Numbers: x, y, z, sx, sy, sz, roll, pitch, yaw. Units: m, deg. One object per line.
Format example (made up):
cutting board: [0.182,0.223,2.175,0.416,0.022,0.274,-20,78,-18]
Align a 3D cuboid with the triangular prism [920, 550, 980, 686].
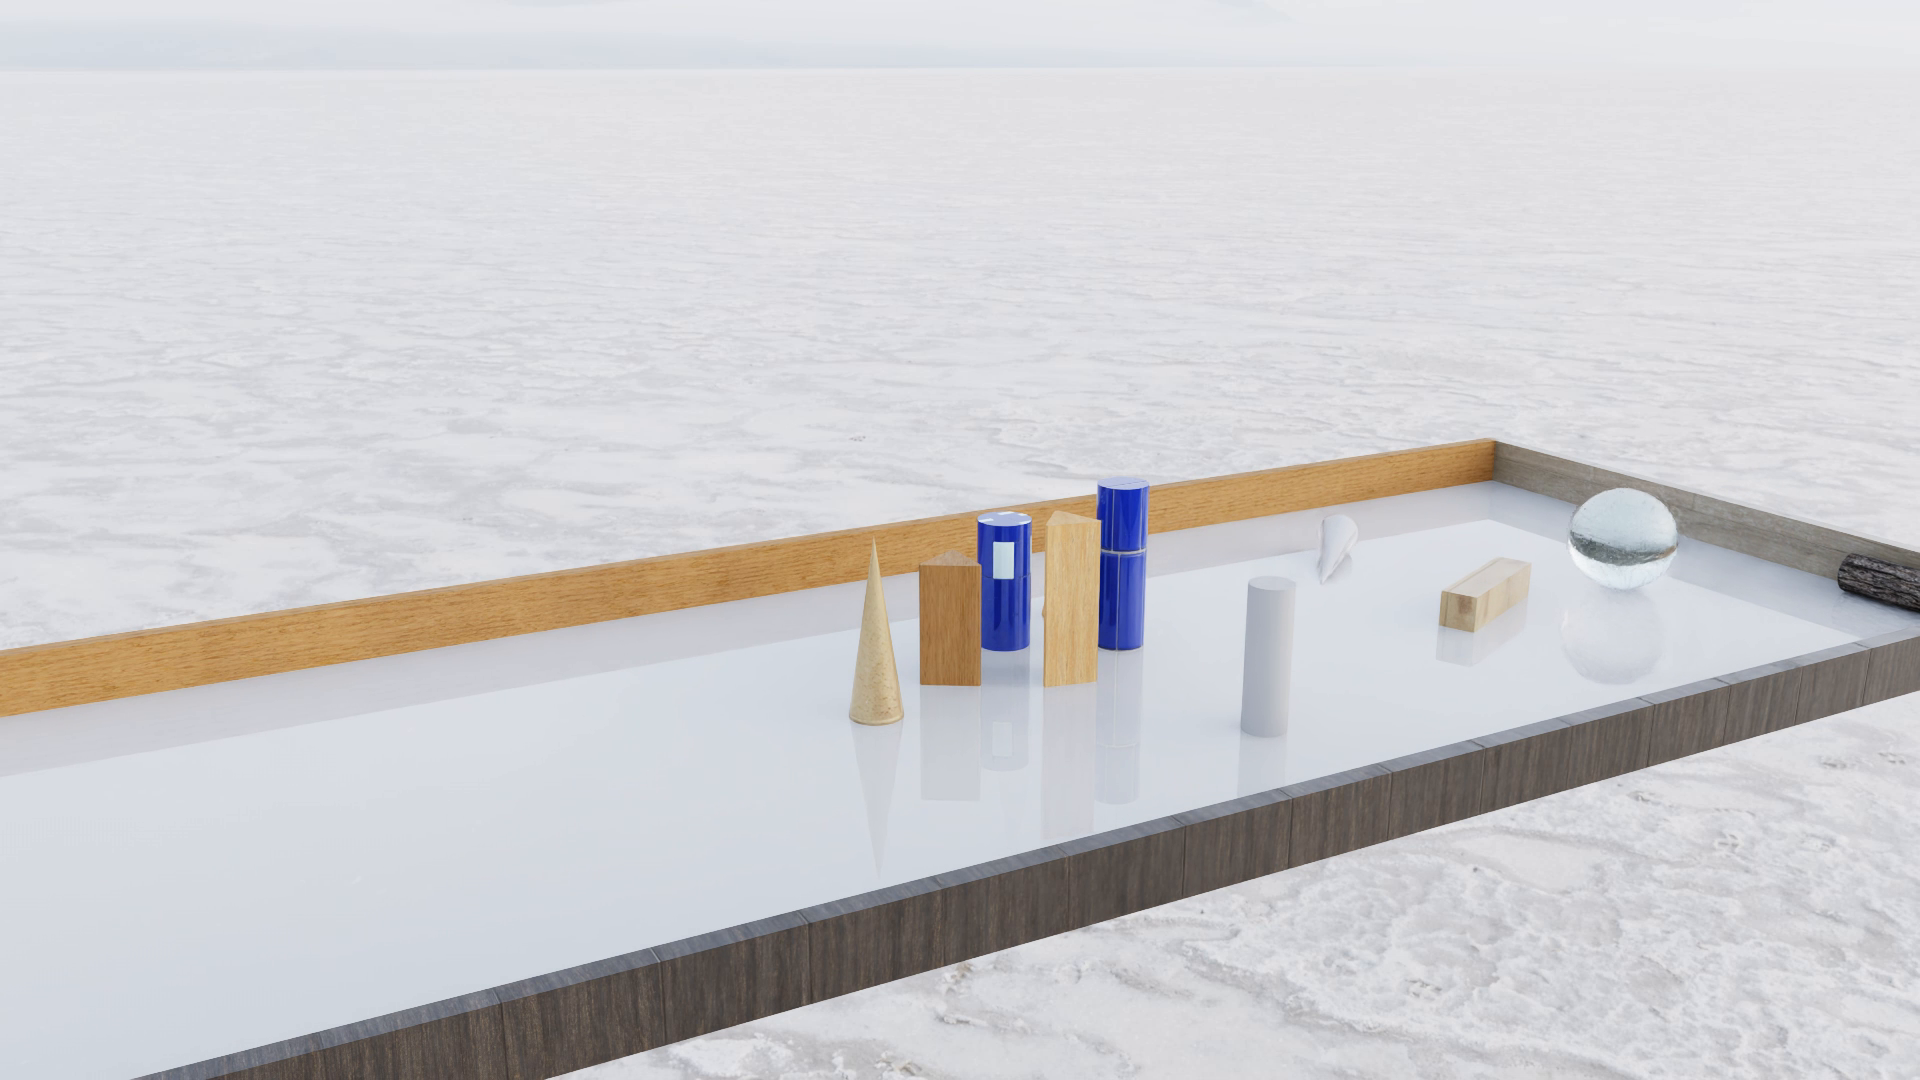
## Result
triangular prism: [-0.021,0.194,4.139,0.151,0.314,0.131,1,16,3]

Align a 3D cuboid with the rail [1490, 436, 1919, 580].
rail: [2.466,-0.048,5.253,0.050,0.150,2.100,-9,18,-27]

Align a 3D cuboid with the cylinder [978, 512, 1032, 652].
cylinder: [0.117,0.109,4.373,0.143,0.344,0.143,0,16,0]

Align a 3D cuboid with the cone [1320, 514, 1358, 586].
cone: [1.134,0.057,5.055,0.121,0.121,0.403,6,26,18]

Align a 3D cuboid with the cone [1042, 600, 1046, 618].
cone: [0.297,0.065,4.597,0.136,0.302,0.136,0,16,0]

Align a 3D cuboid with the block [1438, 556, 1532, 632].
block: [1.488,0.150,4.664,0.101,0.101,0.412,13,21,36]

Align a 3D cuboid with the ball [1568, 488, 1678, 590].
ball: [1.943,-0.003,4.835,0.299,0.299,0.299,0,16,0]

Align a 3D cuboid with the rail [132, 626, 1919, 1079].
rail: [-2.336,1.006,1.665,12.000,0.150,0.050,-9,18,-27]

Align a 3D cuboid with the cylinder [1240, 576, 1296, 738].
cylinder: [0.710,0.269,3.805,0.108,0.357,0.108,0,16,0]

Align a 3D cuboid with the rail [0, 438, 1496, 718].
rail: [-3.305,0.497,3.399,12.000,0.150,0.050,-9,18,-27]

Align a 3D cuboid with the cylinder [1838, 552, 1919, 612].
cylinder: [2.701,0.141,4.670,0.117,0.117,0.386,-9,18,-27]

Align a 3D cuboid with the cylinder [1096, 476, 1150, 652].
cylinder: [0.425,0.063,4.355,0.136,0.442,0.136,0,16,0]

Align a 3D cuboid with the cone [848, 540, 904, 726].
cone: [-0.199,0.203,3.870,0.133,0.447,0.133,0,16,0]

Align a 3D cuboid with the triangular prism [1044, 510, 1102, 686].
triangular prism: [0.259,0.143,4.125,0.142,0.418,0.123,-5,17,-16]
